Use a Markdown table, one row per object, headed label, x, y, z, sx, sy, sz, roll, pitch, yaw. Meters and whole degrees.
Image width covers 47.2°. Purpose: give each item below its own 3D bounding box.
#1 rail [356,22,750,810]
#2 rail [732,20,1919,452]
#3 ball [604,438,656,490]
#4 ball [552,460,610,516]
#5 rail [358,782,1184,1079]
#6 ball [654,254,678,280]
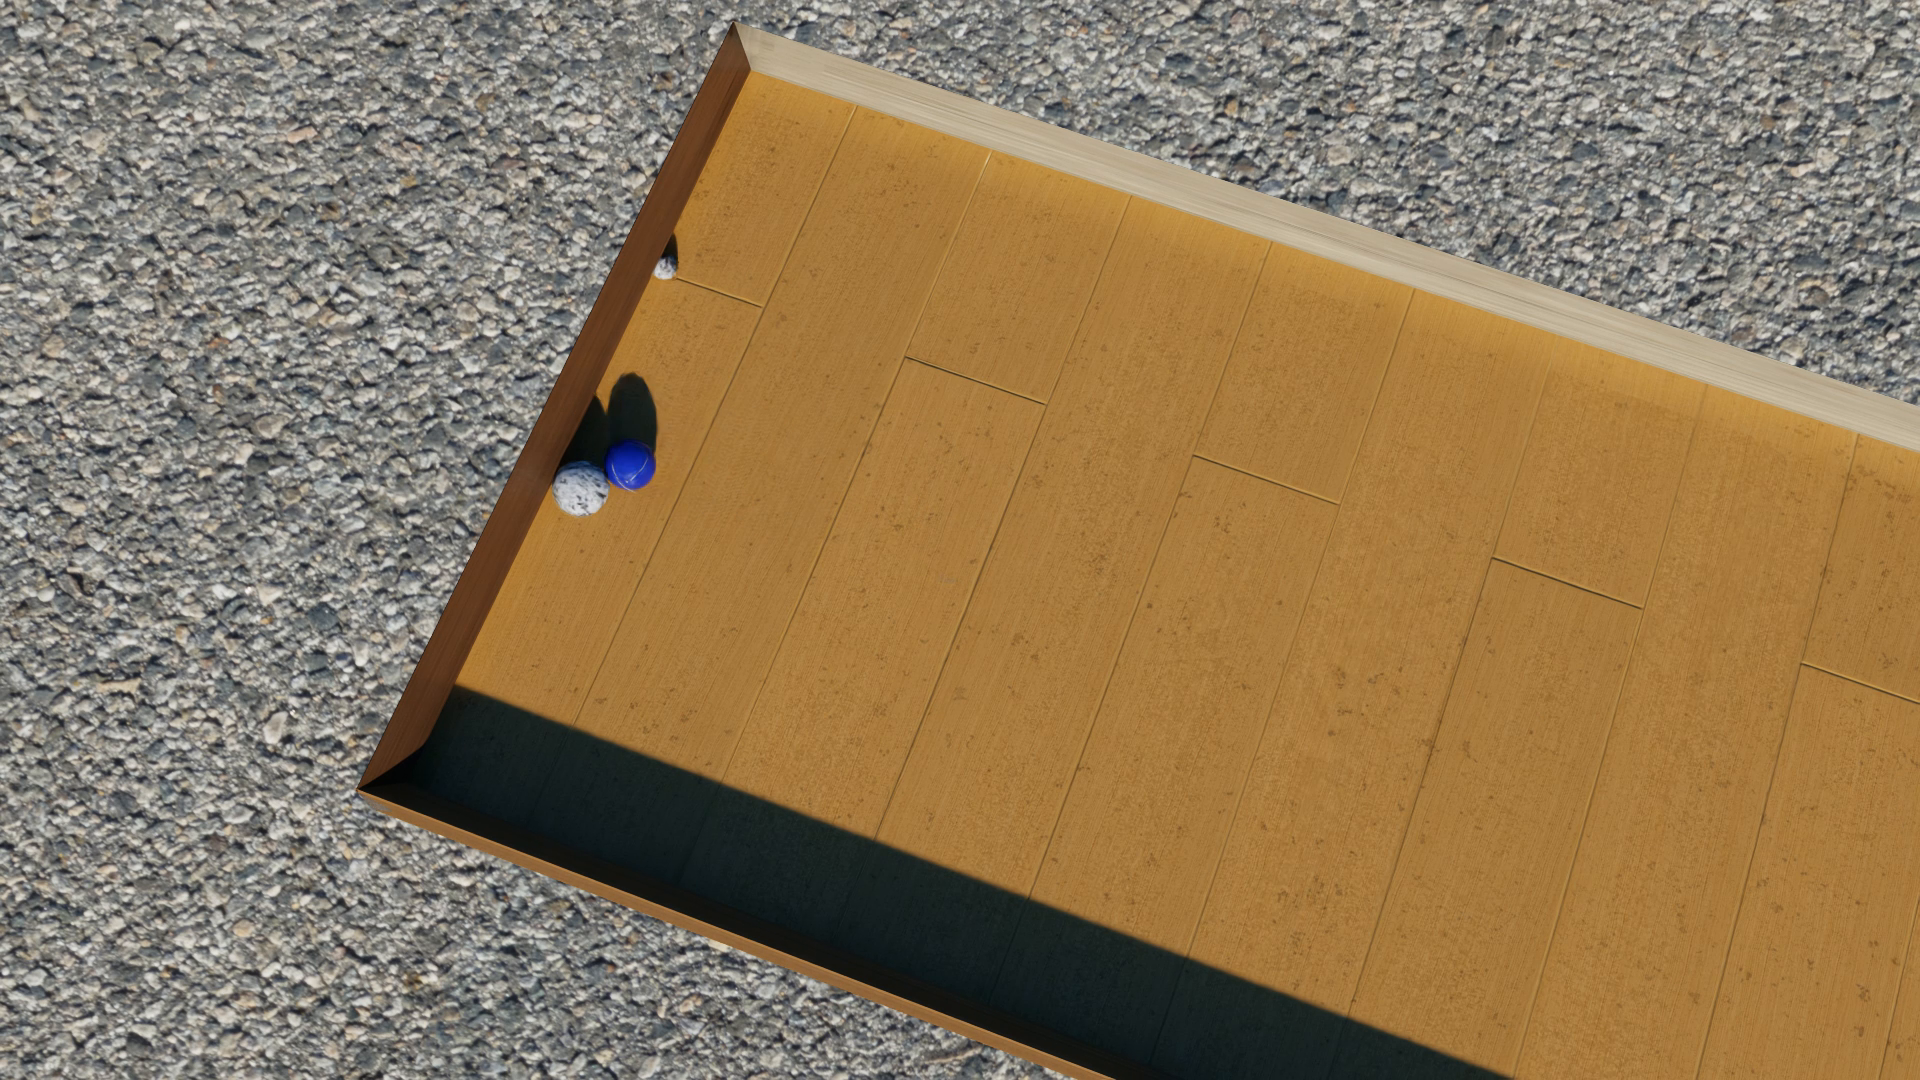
| label | x | y | z | sx | sy | sz | roll | pitch | yaw |
| --- | --- | --- | --- | --- | --- | --- | --- | --- | --- |
| rail | -0.615 | -0.227 | 3.530 | 0.045 | 0.116 | 1.432 | 19 | 70 | 7 |
| rail | 0.883 | -0.389 | 3.593 | 2.726 | 0.116 | 0.045 | 19 | 70 | 7 |
| ball | -0.526 | -0.120 | 3.507 | 0.083 | 0.083 | 0.083 | 0 | 69 | 0 |
| ball | -0.601 | -0.082 | 3.489 | 0.090 | 0.090 | 0.090 | 0 | 69 | 0 |
| rail | 0.392 | 0.819 | 3.125 | 2.726 | 0.116 | 0.045 | 19 | 70 | 7 |
| ball | -0.491 | -0.454 | 3.659 | 0.043 | 0.043 | 0.043 | 0 | 69 | 0 |
